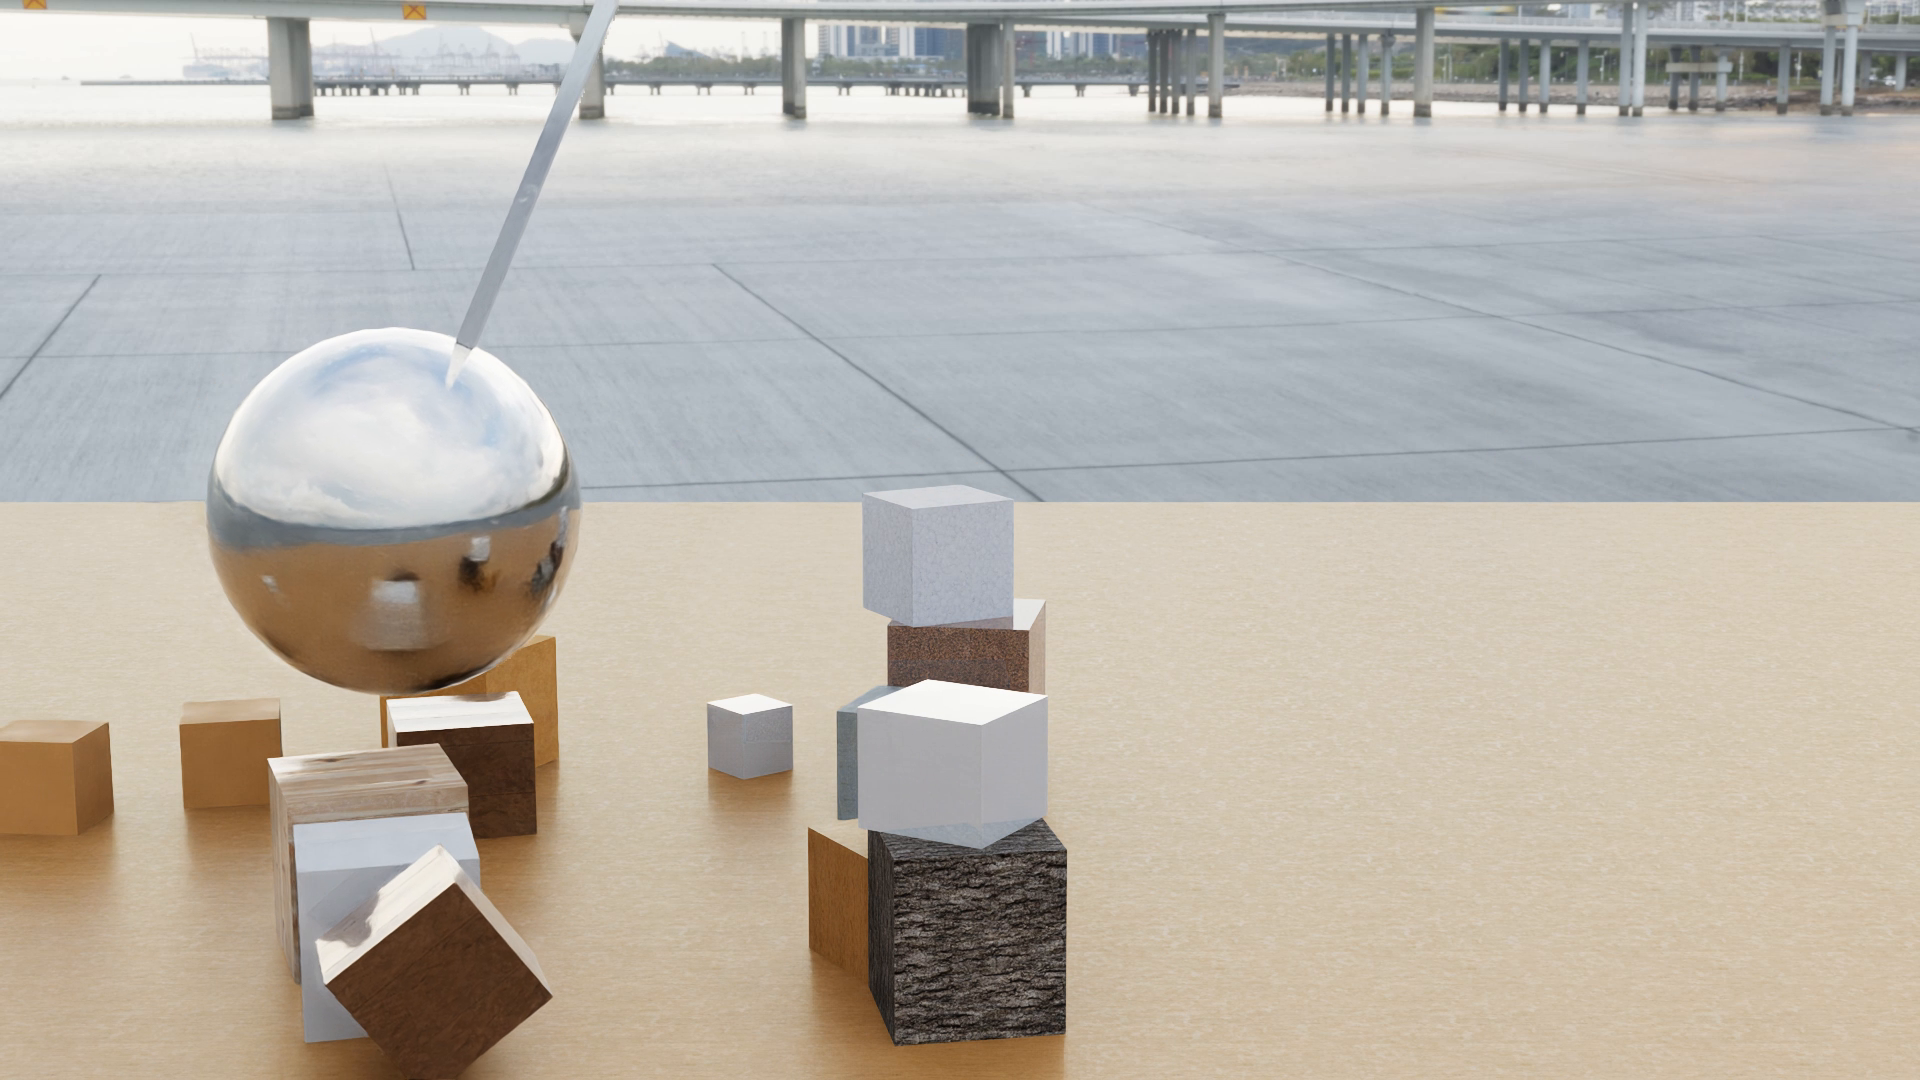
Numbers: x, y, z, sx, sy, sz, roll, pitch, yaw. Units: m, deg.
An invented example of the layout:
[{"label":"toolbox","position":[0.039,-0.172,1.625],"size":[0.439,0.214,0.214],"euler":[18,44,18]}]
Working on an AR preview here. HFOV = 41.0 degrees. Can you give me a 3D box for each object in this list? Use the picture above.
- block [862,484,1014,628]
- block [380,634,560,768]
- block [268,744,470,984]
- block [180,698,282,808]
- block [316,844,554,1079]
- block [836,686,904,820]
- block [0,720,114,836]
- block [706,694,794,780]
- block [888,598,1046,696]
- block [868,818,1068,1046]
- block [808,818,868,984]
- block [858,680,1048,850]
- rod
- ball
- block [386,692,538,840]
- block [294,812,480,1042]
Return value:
[{"label":"block","position":[-0.113,0.071,12.867],"size":[0.570,0.588,0.541],"euler":[-6,12,-29]},{"label":"block","position":[-2.513,0.839,13.150],"size":[0.657,0.644,0.615],"euler":[5,11,25]},{"label":"block","position":[-2.392,1.295,10.394],"size":[0.697,0.733,0.701],"euler":[-4,11,-20]},{"label":"block","position":[-3.584,1.045,12.642],"size":[0.463,0.421,0.452],"euler":[-3,11,-14]},{"label":"block","position":[-1.861,1.515,9.068],"size":[0.552,0.556,0.477],"euler":[-39,19,-8]},{"label":"block","position":[-0.184,1.043,12.341],"size":[0.656,0.532,0.561],"euler":[3,11,18]},{"label":"block","position":[-4.325,1.121,12.157],"size":[0.456,0.445,0.404],"euler":[1,10,6]},{"label":"block","position":[-1.073,1.002,13.114],"size":[0.309,0.338,0.320],"euler":[-8,13,-39]},{"label":"block","position":[0.042,0.774,12.977],"size":[0.702,0.834,0.739],"euler":[1,10,8]},{"label":"block","position":[0.018,1.436,9.683],"size":[0.641,0.709,0.633],"euler":[-2,10,-11]},{"label":"block","position":[-0.245,1.423,10.308],"size":[0.547,0.512,0.522],"euler":[-6,12,-30]},{"label":"block","position":[-0.024,0.837,9.690],"size":[0.533,0.468,0.510],"euler":[6,12,30]},{"label":"rod","position":[-1.063,-3.175,10.603],"size":[0.080,5.200,0.080],"euler":[24,9,-4]},{"label":"ball","position":[-2.453,-0.122,11.158],"size":[1.600,1.600,1.600],"euler":[0,10,0]},{"label":"block","position":[-2.368,1.072,12.168],"size":[0.624,0.537,0.645],"euler":[-3,11,-16]},{"label":"block","position":[-2.171,1.456,9.737],"size":[0.655,0.650,0.623],"euler":[-3,11,-15]}]
